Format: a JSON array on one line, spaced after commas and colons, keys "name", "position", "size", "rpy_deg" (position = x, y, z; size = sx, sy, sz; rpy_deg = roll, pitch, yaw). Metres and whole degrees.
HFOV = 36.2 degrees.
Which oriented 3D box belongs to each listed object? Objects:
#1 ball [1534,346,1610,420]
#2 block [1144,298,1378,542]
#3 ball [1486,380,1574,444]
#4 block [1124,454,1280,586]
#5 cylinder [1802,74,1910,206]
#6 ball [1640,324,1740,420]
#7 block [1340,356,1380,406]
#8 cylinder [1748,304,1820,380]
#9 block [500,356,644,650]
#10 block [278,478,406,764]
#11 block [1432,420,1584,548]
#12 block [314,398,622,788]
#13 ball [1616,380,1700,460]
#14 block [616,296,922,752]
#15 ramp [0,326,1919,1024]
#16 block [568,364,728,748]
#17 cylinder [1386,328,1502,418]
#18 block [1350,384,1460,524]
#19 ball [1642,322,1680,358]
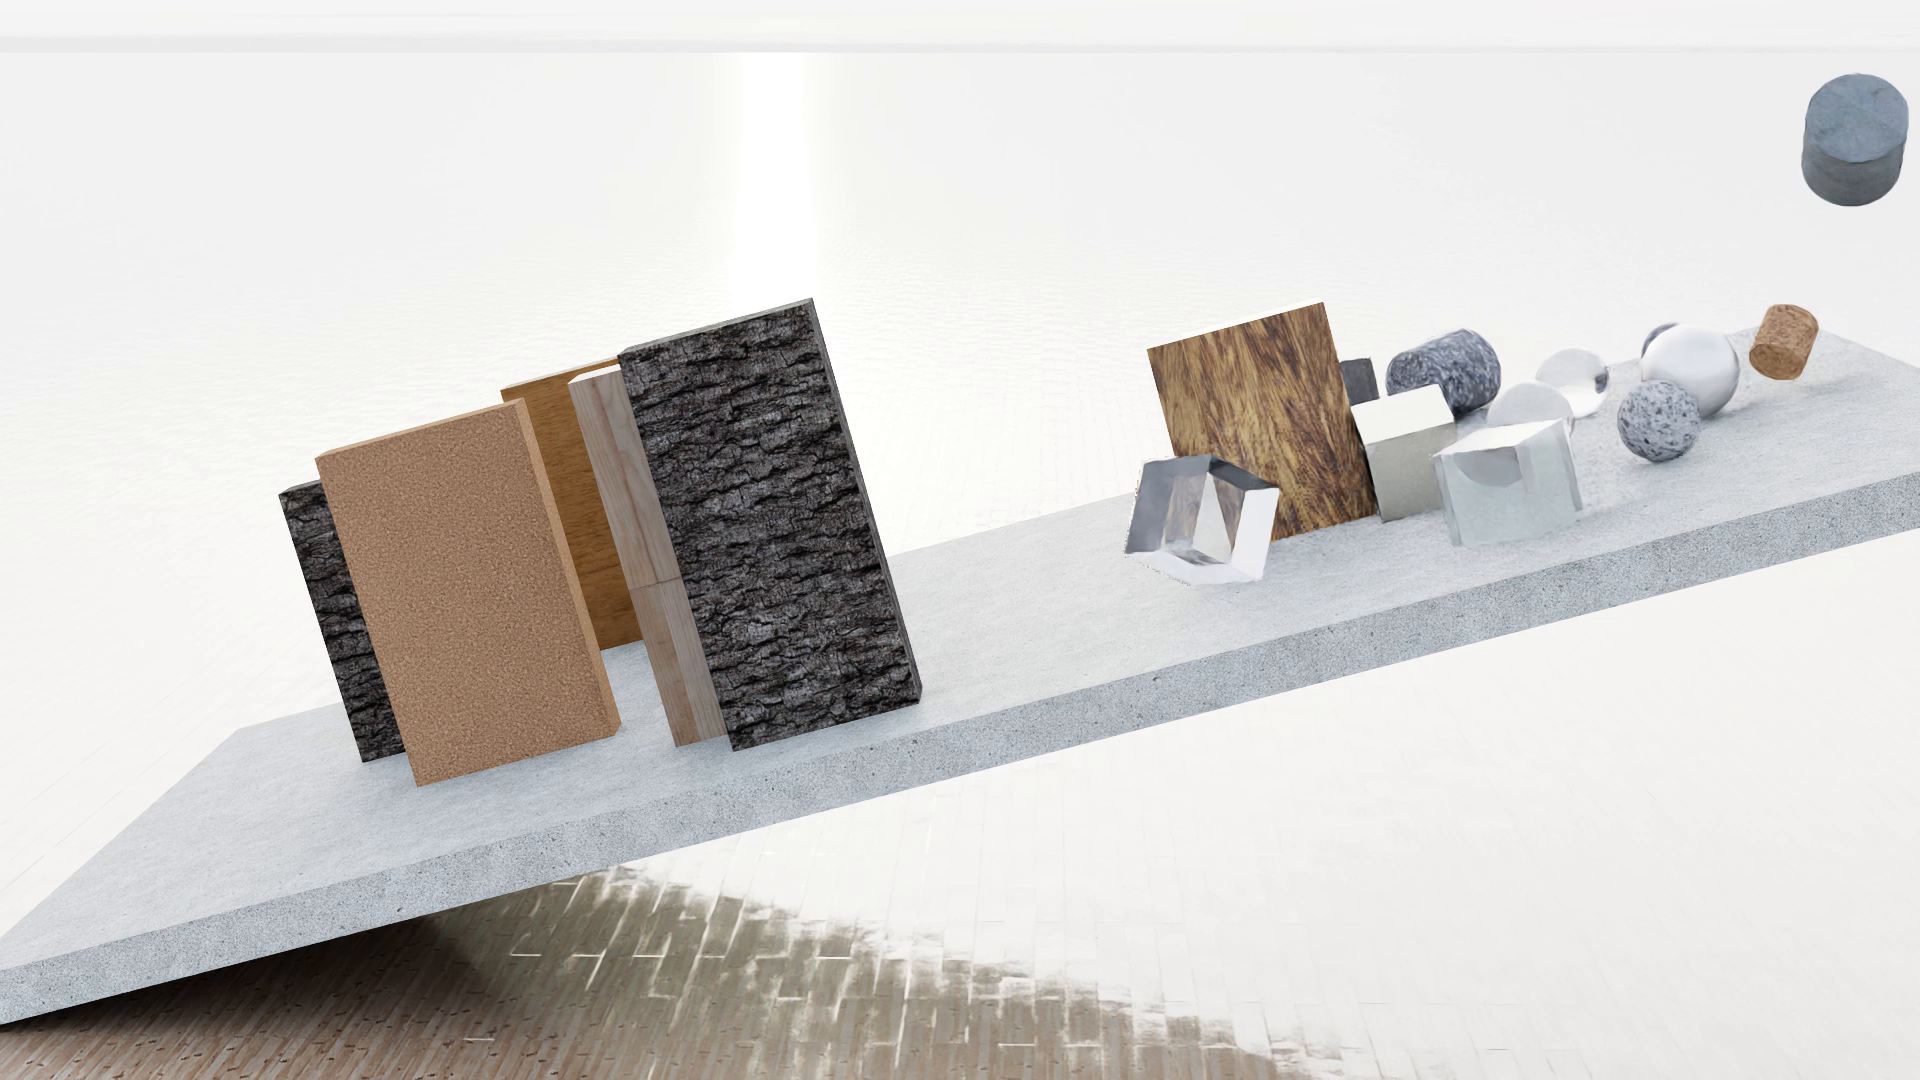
[{"name": "ball", "position": [1.372, -0.353, 6.588], "size": [0.166, 0.166, 0.166], "rpy_deg": [0, 10, 0]}, {"name": "block", "position": [0.632, -0.234, 6.185], "size": [0.379, 0.462, 0.096], "rpy_deg": [-15, 9, 4]}, {"name": "ball", "position": [1.199, -0.244, 6.183], "size": [0.183, 0.183, 0.183], "rpy_deg": [0, 10, 0]}, {"name": "block", "position": [0.482, -0.038, 5.847], "size": [0.195, 0.195, 0.195], "rpy_deg": [24, -18, -35]}, {"name": "cylinder", "position": [1.852, -0.827, 6.091], "size": [0.203, 0.203, 0.203], "rpy_deg": [3, -20, 14]}, {"name": "ball", "position": [1.542, -0.355, 6.208], "size": [0.204, 0.204, 0.204], "rpy_deg": [0, 10, 0]}, {"name": "block", "position": [0.821, -0.302, 6.558], "size": [0.167, 0.167, 0.167], "rpy_deg": [-14, -2, 42]}, {"name": "cylinder", "position": [1.762, -0.423, 6.288], "size": [0.117, 0.117, 0.117], "rpy_deg": [7, 56, 36]}, {"name": "block", "position": [-0.856, -0.086, 7.103], "size": [0.314, 0.672, 0.097], "rpy_deg": [-15, 9, 4]}, {"name": "block", "position": [-1.194, 0.132, 6.513], "size": [0.442, 0.625, 0.108], "rpy_deg": [-15, 9, 4]}, {"name": "block", "position": [1.048, -0.108, 5.625], "size": [0.184, 0.184, 0.184], "rpy_deg": [-7, 13, 43]}, {"name": "block", "position": [-1.011, 0.109, 6.074], "size": [0.427, 0.714, 0.109], "rpy_deg": [-15, 9, 4]}, {"name": "ball", "position": [1.399, -0.240, 5.892], "size": [0.163, 0.163, 0.163], "rpy_deg": [0, 10, 0]}, {"name": "block", "position": [-0.356, -0.029, 5.593], "size": [0.368, 0.786, 0.143], "rpy_deg": [-15, 9, 4]}, {"name": "ramp", "position": [0.081, 0.190, 6.328], "size": [4.000, 0.100, 2.000], "rpy_deg": [-15, 9, 4]}, {"name": "block", "position": [-0.511, 0.003, 5.783], "size": [0.299, 0.746, 0.146], "rpy_deg": [-15, 9, 4]}, {"name": "cylinder", "position": [1.155, -0.384, 7.031], "size": [0.195, 0.195, 0.195], "rpy_deg": [-23, 21, -35]}, {"name": "block", "position": [0.931, -0.179, 6.081], "size": [0.187, 0.187, 0.187], "rpy_deg": [-15, 27, 5]}, {"name": "ball", "position": [1.622, -0.425, 6.693], "size": [0.139, 0.139, 0.139], "rpy_deg": [0, 10, 0]}]
